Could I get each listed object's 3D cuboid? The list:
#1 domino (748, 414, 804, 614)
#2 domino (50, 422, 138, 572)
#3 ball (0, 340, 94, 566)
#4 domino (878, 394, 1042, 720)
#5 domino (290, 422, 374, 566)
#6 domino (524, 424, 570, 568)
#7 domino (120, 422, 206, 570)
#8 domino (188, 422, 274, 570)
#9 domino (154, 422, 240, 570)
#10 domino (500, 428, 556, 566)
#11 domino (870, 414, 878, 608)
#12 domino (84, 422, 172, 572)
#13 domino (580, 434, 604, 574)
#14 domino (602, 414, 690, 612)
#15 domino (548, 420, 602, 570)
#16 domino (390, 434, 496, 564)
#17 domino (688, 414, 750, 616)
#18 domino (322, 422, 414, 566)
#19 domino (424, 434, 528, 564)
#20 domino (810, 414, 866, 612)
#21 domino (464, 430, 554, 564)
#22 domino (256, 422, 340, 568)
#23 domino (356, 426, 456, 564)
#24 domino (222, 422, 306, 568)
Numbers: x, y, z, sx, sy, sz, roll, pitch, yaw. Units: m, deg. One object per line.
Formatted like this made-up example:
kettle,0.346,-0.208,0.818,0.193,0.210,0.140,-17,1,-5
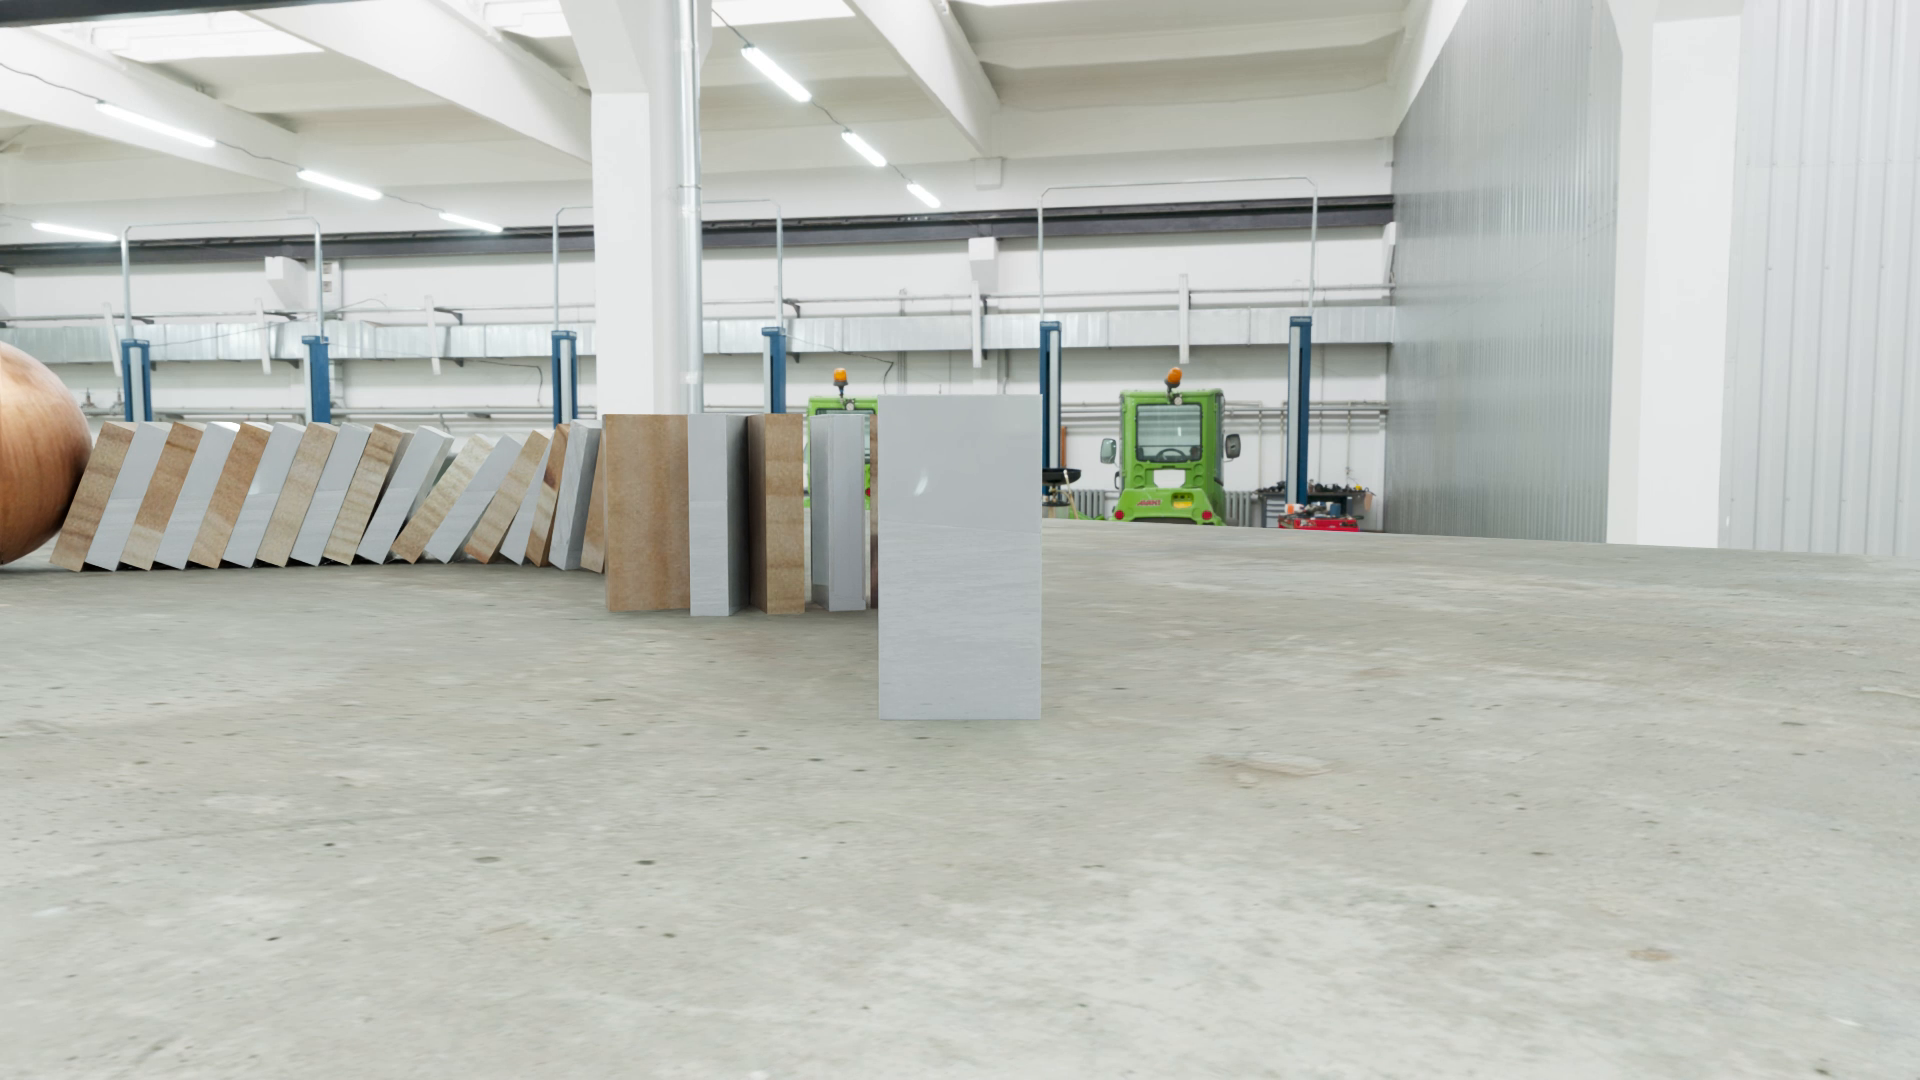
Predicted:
domino,-0.048,-0.007,0.332,0.009,0.050,0.025,-1,5,-19
domino,-0.290,-0.015,0.437,0.010,0.050,0.025,21,-1,-14
ball,-0.330,-0.029,0.418,0.080,0.080,0.080,0,4,0
domino,0.000,0.002,0.201,0.025,0.050,0.009,0,4,0
domino,-0.222,-0.017,0.457,0.010,0.050,0.025,21,-1,-14
domino,-0.132,-0.016,0.446,0.009,0.050,0.025,33,23,32
domino,-0.270,-0.016,0.442,0.009,0.050,0.025,21,-1,-14
domino,-0.251,-0.016,0.447,0.009,0.050,0.025,21,-1,-14
domino,-0.261,-0.016,0.444,0.009,0.050,0.025,21,-1,-14
domino,-0.144,-0.016,0.458,0.009,0.050,0.025,30,11,11
domino,-0.017,-0.008,0.342,0.009,0.050,0.025,0,4,6
domino,-0.280,-0.015,0.439,0.010,0.050,0.025,21,-1,-14
domino,-0.111,-0.015,0.430,0.009,0.050,0.025,17,11,25
domino,-0.079,-0.007,0.333,0.025,0.050,0.009,-2,5,-21
domino,-0.123,-0.015,0.437,0.010,0.050,0.025,25,18,35
domino,-0.186,-0.016,0.467,0.009,0.050,0.025,36,-4,-13
domino,-0.061,-0.007,0.328,0.009,0.050,0.025,0,4,3
domino,-0.212,-0.017,0.461,0.009,0.050,0.025,22,-1,-14
domino,-0.172,-0.016,0.466,0.009,0.050,0.025,35,1,-7
domino,-0.032,-0.008,0.337,0.009,0.050,0.025,-1,4,-17
domino,-0.158,-0.016,0.463,0.009,0.050,0.025,32,5,1
domino,-0.231,-0.016,0.454,0.009,0.050,0.025,21,-1,-14
domino,-0.200,-0.017,0.464,0.009,0.050,0.025,26,-2,-14
domino,-0.241,-0.016,0.450,0.009,0.050,0.025,21,-1,-14
